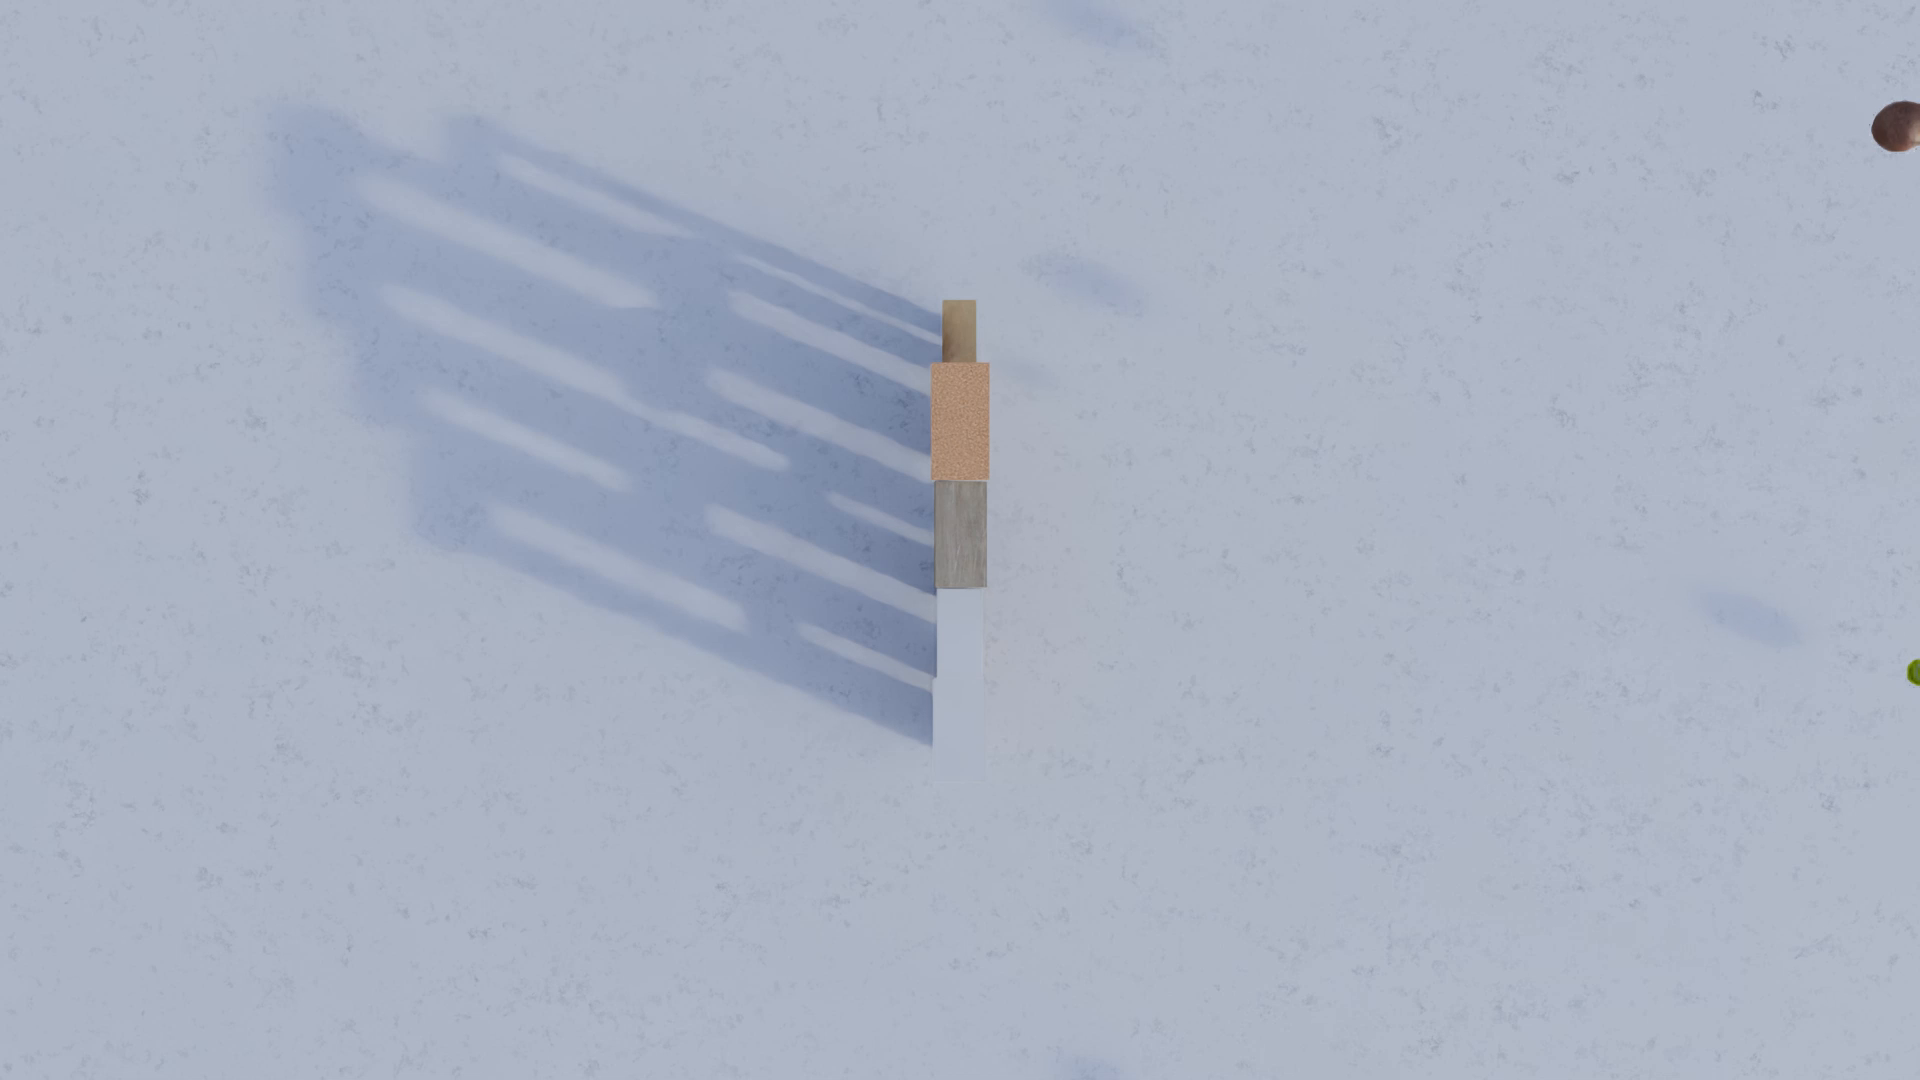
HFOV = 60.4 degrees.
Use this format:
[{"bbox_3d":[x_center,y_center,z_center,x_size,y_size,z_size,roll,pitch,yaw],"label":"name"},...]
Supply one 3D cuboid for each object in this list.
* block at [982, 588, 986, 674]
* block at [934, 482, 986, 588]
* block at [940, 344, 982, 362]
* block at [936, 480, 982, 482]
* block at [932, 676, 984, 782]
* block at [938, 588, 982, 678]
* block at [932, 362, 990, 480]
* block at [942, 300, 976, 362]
[{"bbox_3d":[0.004,0.270,5.181,0.149,0.042,0.298,0,90,0],"label":"block"},{"bbox_3d":[0.002,-0.016,4.830,0.154,0.044,0.309,0,90,0],"label":"block"},{"bbox_3d":[0.003,-0.481,5.210,0.135,0.038,0.271,0,90,0],"label":"block"},{"bbox_3d":[-0.003,-0.192,5.182,0.148,0.042,0.297,0,90,0],"label":"block"},{"bbox_3d":[-0.003,0.567,4.949,0.155,0.044,0.311,0,90,0],"label":"block"},{"bbox_3d":[-0.001,0.275,4.878,0.132,0.037,0.264,0,90,0],"label":"block"},{"bbox_3d":[0.001,-0.345,4.799,0.169,0.048,0.338,0,90,0],"label":"block"},{"bbox_3d":[-0.002,-0.621,4.973,0.102,0.029,0.203,0,90,0],"label":"block"}]
